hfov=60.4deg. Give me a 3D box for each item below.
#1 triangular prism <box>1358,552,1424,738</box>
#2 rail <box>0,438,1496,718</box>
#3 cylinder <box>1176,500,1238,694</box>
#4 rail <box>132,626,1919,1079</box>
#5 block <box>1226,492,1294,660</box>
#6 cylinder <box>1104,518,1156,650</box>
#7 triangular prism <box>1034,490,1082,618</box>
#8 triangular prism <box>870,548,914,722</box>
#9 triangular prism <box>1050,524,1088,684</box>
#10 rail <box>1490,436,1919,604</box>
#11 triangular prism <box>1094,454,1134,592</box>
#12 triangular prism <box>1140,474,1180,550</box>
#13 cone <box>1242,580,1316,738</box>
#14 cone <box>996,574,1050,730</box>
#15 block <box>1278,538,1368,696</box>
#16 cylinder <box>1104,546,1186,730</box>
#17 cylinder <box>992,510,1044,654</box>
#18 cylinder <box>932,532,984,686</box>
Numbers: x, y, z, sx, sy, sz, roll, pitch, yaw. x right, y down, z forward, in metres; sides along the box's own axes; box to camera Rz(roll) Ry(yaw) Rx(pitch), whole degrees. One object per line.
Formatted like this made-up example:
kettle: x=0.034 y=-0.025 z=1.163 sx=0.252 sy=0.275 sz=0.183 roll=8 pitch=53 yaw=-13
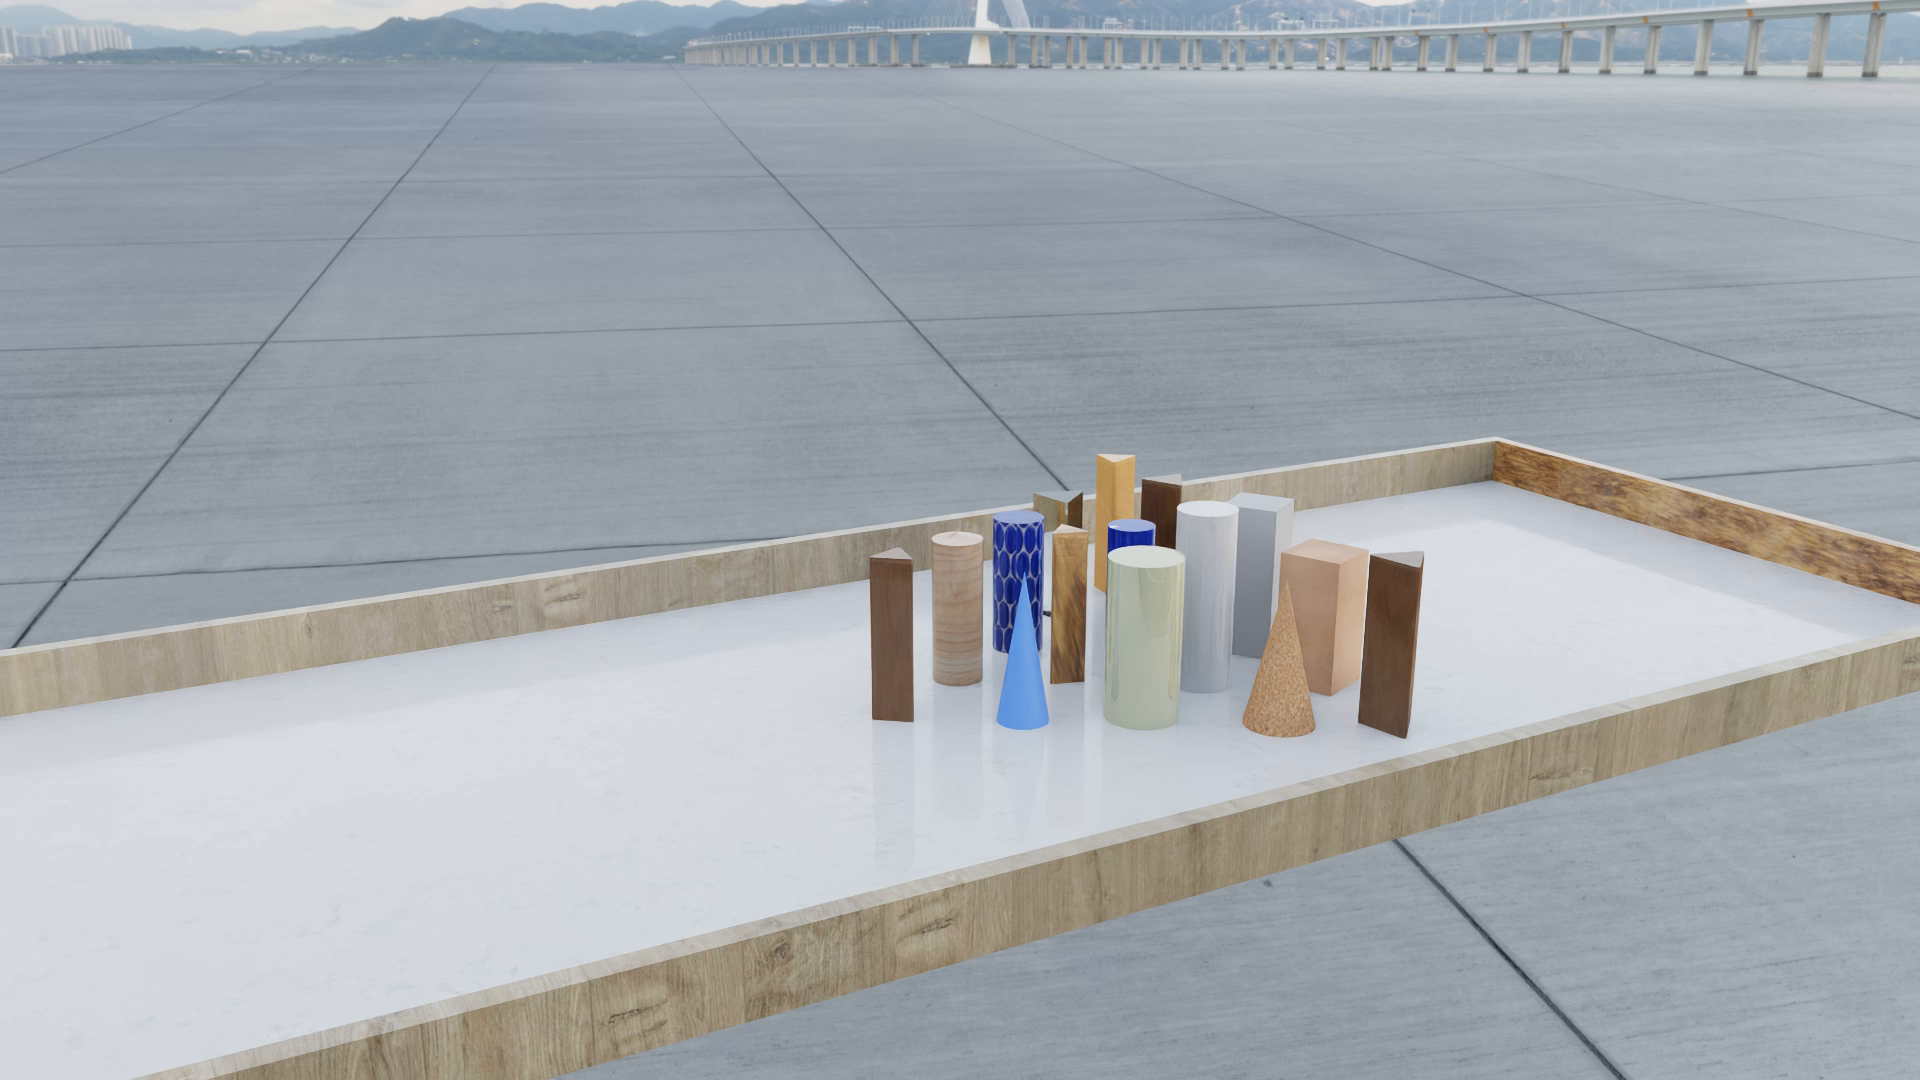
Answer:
triangular prism: x=1.024 y=0.235 z=3.823 sx=0.114 sy=0.413 sz=0.132 roll=-13 pitch=21 yaw=-38
rail: x=-3.305 y=0.497 z=3.399 sx=12.000 sy=0.150 sz=0.050 roll=-9 pitch=18 yaw=-27
cylinder: x=0.603 y=0.141 z=4.074 sx=0.149 sy=0.452 sz=0.149 roll=0 pitch=16 yaw=0
rail: x=-2.336 y=1.006 z=1.665 sx=12.000 sy=0.150 sz=0.050 roll=-9 pitch=18 yaw=-27
block: x=0.773 y=0.093 z=4.326 sx=0.145 sy=0.401 sz=0.145 roll=9 pitch=19 yaw=27
cylinder: x=0.446 y=0.125 z=4.328 sx=0.123 sy=0.340 sz=0.123 roll=0 pitch=16 yaw=0
triangular prism: x=0.294 y=0.038 z=4.613 sx=0.119 sy=0.344 sz=0.138 roll=-12 pitch=20 yaw=-36
triangular prism: x=-0.151 y=0.222 z=3.885 sx=0.100 sy=0.402 sz=0.087 roll=3 pitch=17 yaw=10
triangular prism: x=0.262 y=0.159 z=4.118 sx=0.089 sy=0.392 sz=0.077 roll=-4 pitch=17 yaw=-12
rail: x=2.466 y=-0.048 z=5.253 sx=0.050 sy=0.150 sz=2.100 roll=-9 pitch=18 yaw=-27
triangular prism: x=0.435 y=-0.049 z=4.809 sx=0.094 sy=0.401 sz=0.108 roll=13 pitch=21 yaw=37
triangular prism: x=0.581 y=0.016 z=4.604 sx=0.122 sy=0.392 sz=0.106 roll=12 pitch=20 yaw=34
cone: x=0.751 y=0.261 z=3.835 sx=0.170 sy=0.356 sz=0.170 roll=0 pitch=16 yaw=0
cone: x=0.149 y=0.248 z=3.855 sx=0.126 sy=0.370 sz=0.126 roll=0 pitch=16 yaw=0
block: x=0.898 y=0.190 z=4.105 sx=0.158 sy=0.340 sz=0.158 roll=13 pitch=21 yaw=37
cylinder: x=0.432 y=0.229 z=3.874 sx=0.179 sy=0.397 sz=0.179 roll=0 pitch=16 yaw=0
cylinder: x=0.153 y=0.111 z=4.347 sx=0.134 sy=0.356 sz=0.134 roll=0 pitch=16 yaw=0
cylinder: x=-0.006 y=0.172 z=4.121 sx=0.128 sy=0.366 sz=0.128 roll=0 pitch=16 yaw=0
